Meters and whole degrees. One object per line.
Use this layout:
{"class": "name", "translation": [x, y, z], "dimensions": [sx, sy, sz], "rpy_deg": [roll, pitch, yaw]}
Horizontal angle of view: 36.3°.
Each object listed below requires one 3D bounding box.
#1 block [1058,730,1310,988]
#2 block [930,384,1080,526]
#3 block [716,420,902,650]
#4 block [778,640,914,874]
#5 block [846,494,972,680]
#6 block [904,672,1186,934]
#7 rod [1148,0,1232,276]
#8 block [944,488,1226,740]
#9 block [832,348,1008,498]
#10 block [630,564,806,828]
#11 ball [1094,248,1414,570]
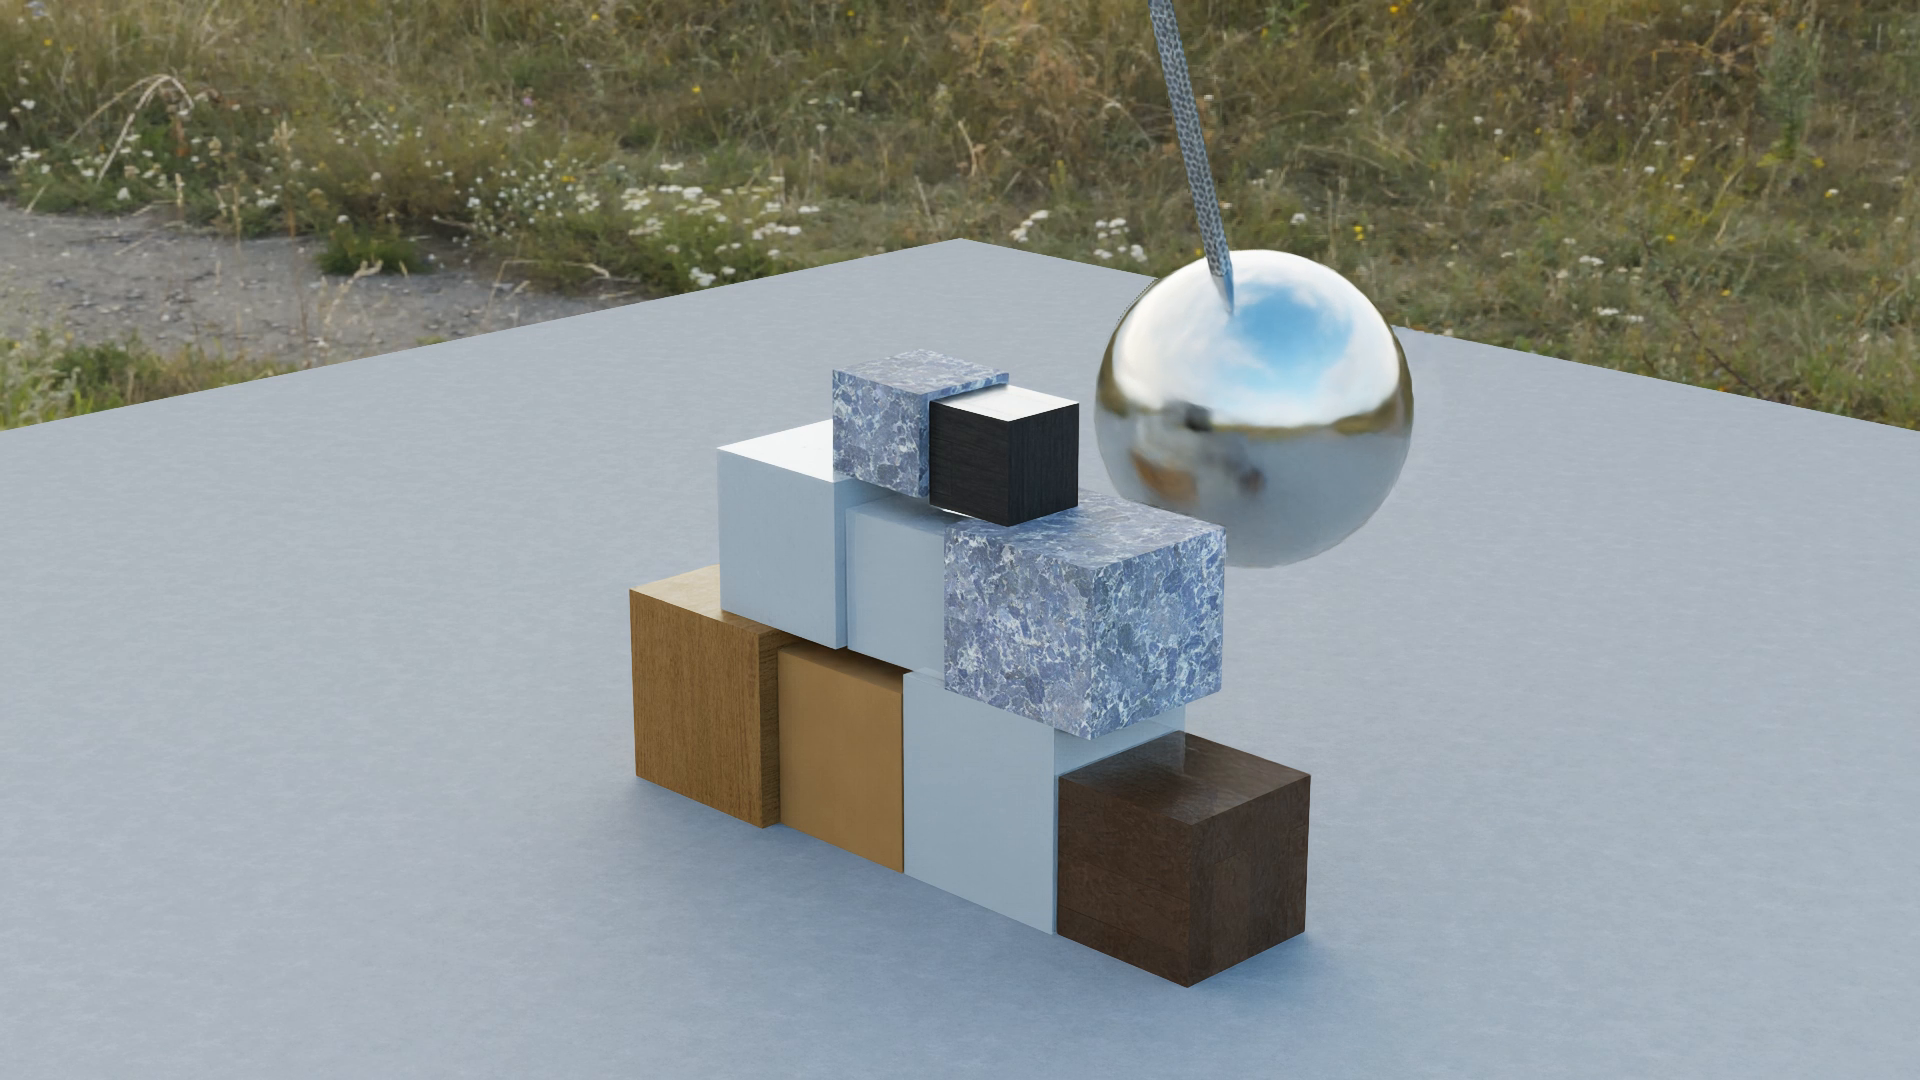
{"class": "block", "translation": [0.971, 1.369, 12.752], "dimensions": [0.789, 0.741, 0.750], "rpy_deg": [-17, 24, -42]}
{"class": "block", "translation": [0.195, -0.382, 12.997], "dimensions": [0.449, 0.477, 0.487], "rpy_deg": [-17, 24, -42]}
{"class": "block", "translation": [-0.575, -0.050, 13.902], "dimensions": [0.801, 0.798, 0.813], "rpy_deg": [-17, 24, -42]}
{"class": "block", "translation": [-0.250, 0.931, 13.918], "dimensions": [0.884, 0.879, 0.836], "rpy_deg": [-17, 24, -42]}
{"class": "block", "translation": [-0.025, 0.175, 13.425], "dimensions": [0.706, 0.672, 0.693], "rpy_deg": [-17, 23, -42]}
{"class": "block", "translation": [0.379, 1.076, 13.299], "dimensions": [0.864, 0.973, 0.930], "rpy_deg": [-17, 24, -42]}
{"class": "rod", "translation": [0.636, -3.448, 12.924], "dimensions": [0.080, 5.200, 0.080], "rpy_deg": [17, 44, 42]}
{"class": "block", "translation": [0.544, 0.303, 12.876], "dimensions": [0.855, 0.757, 0.879], "rpy_deg": [-17, 24, -42]}
{"class": "block", "translation": [-0.181, -0.538, 13.340], "dimensions": [0.564, 0.478, 0.564], "rpy_deg": [-17, 25, -42]}
{"class": "block", "translation": [-0.897, 0.693, 14.506], "dimensions": [1.079, 0.981, 0.954], "rpy_deg": [-17, 24, -42]}
{"class": "ball", "translation": [1.467, -0.654, 14.674], "dimensions": [1.600, 1.600, 1.600], "rpy_deg": [0, 17, 0]}
